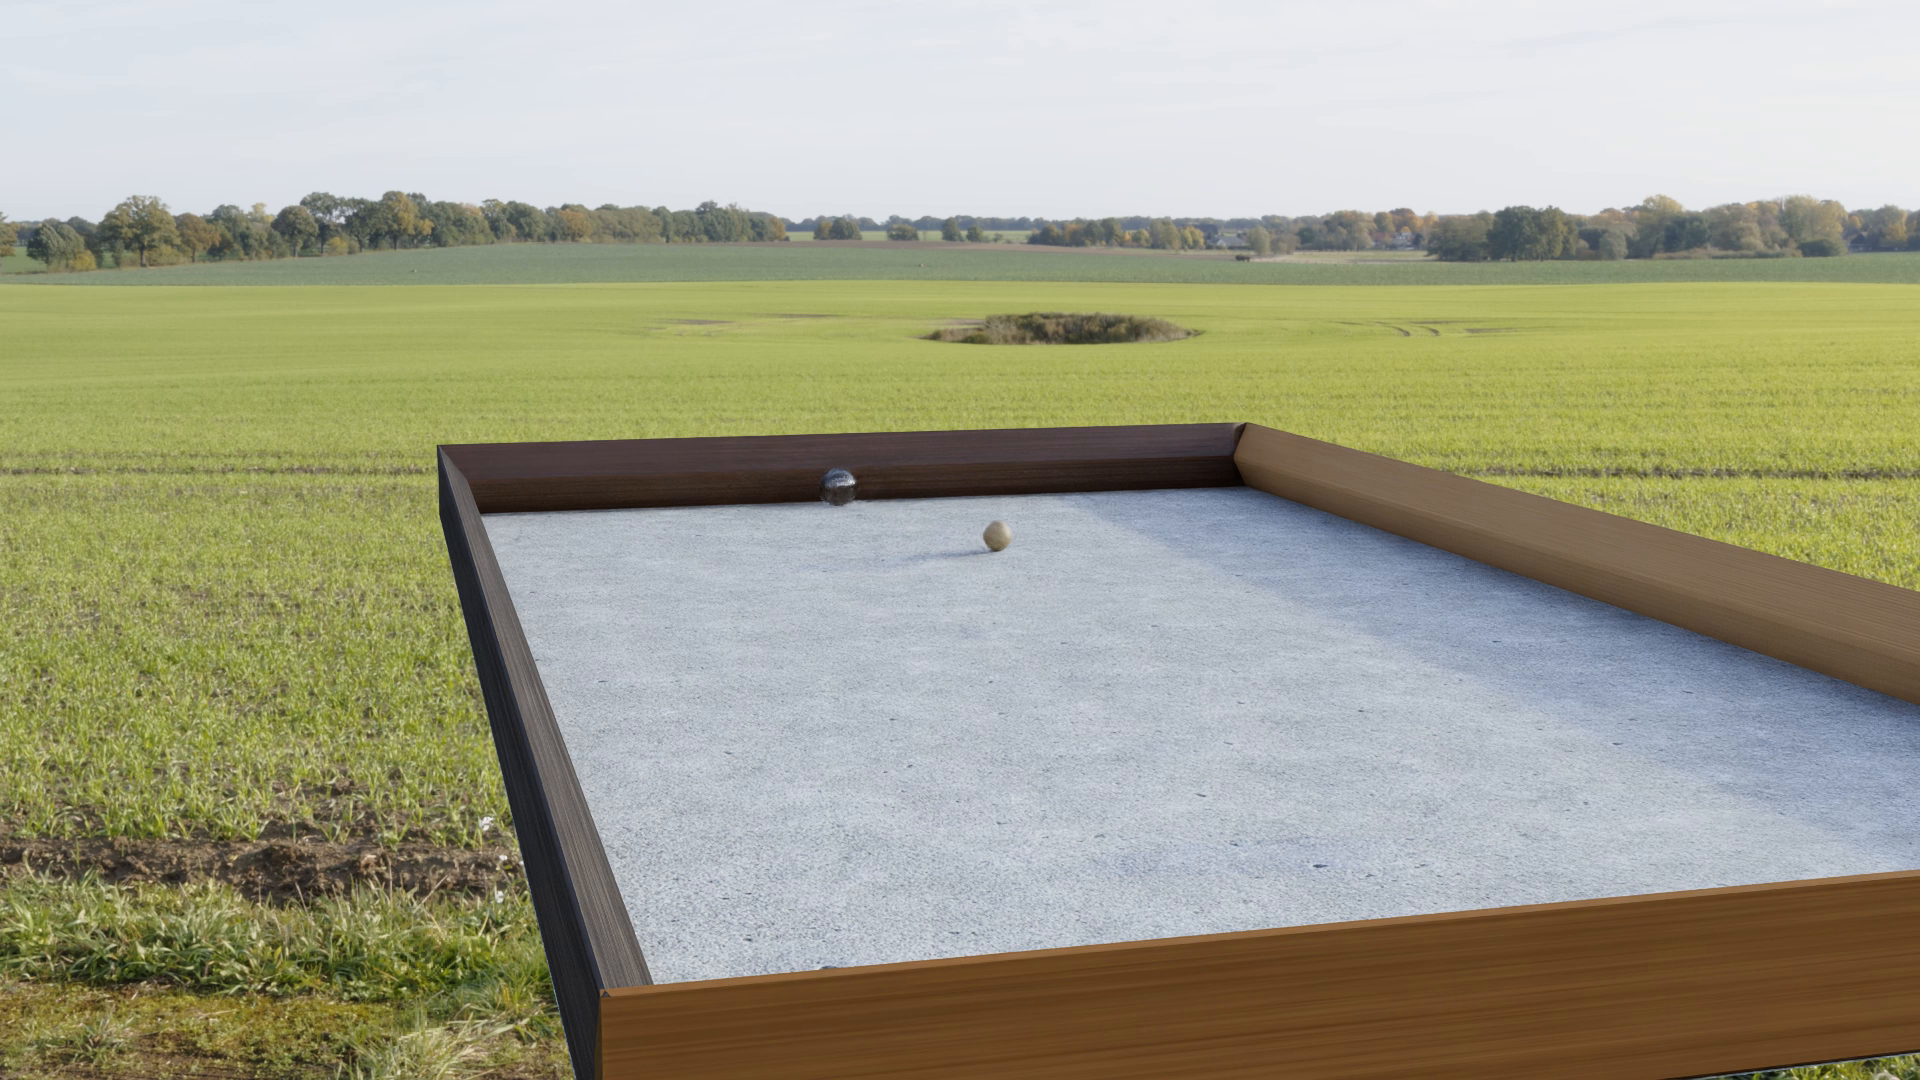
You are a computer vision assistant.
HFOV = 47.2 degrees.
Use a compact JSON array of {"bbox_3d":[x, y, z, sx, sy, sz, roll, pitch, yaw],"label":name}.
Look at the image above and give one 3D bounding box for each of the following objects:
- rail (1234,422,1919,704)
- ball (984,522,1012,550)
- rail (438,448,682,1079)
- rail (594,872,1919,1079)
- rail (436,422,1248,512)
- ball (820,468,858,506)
[{"bbox_3d":[0.849,0.039,2.773,0.045,0.117,2.647,-2,9,-15],"label":"rail"},{"bbox_3d":[0.057,-0.006,3.304,0.044,0.044,0.044,0,9,0],"label":"ball"},{"bbox_3d":[-0.506,0.095,2.414,0.045,0.117,2.647,-2,9,-15],"label":"rail"},{"bbox_3d":[0.508,0.259,1.353,1.450,0.117,0.045,-2,9,-15],"label":"rail"},{"bbox_3d":[-0.165,-0.126,3.834,1.450,0.117,0.045,-2,9,-15],"label":"rail"},{"bbox_3d":[-0.208,-0.091,3.779,0.066,0.066,0.066,0,9,0],"label":"ball"}]
